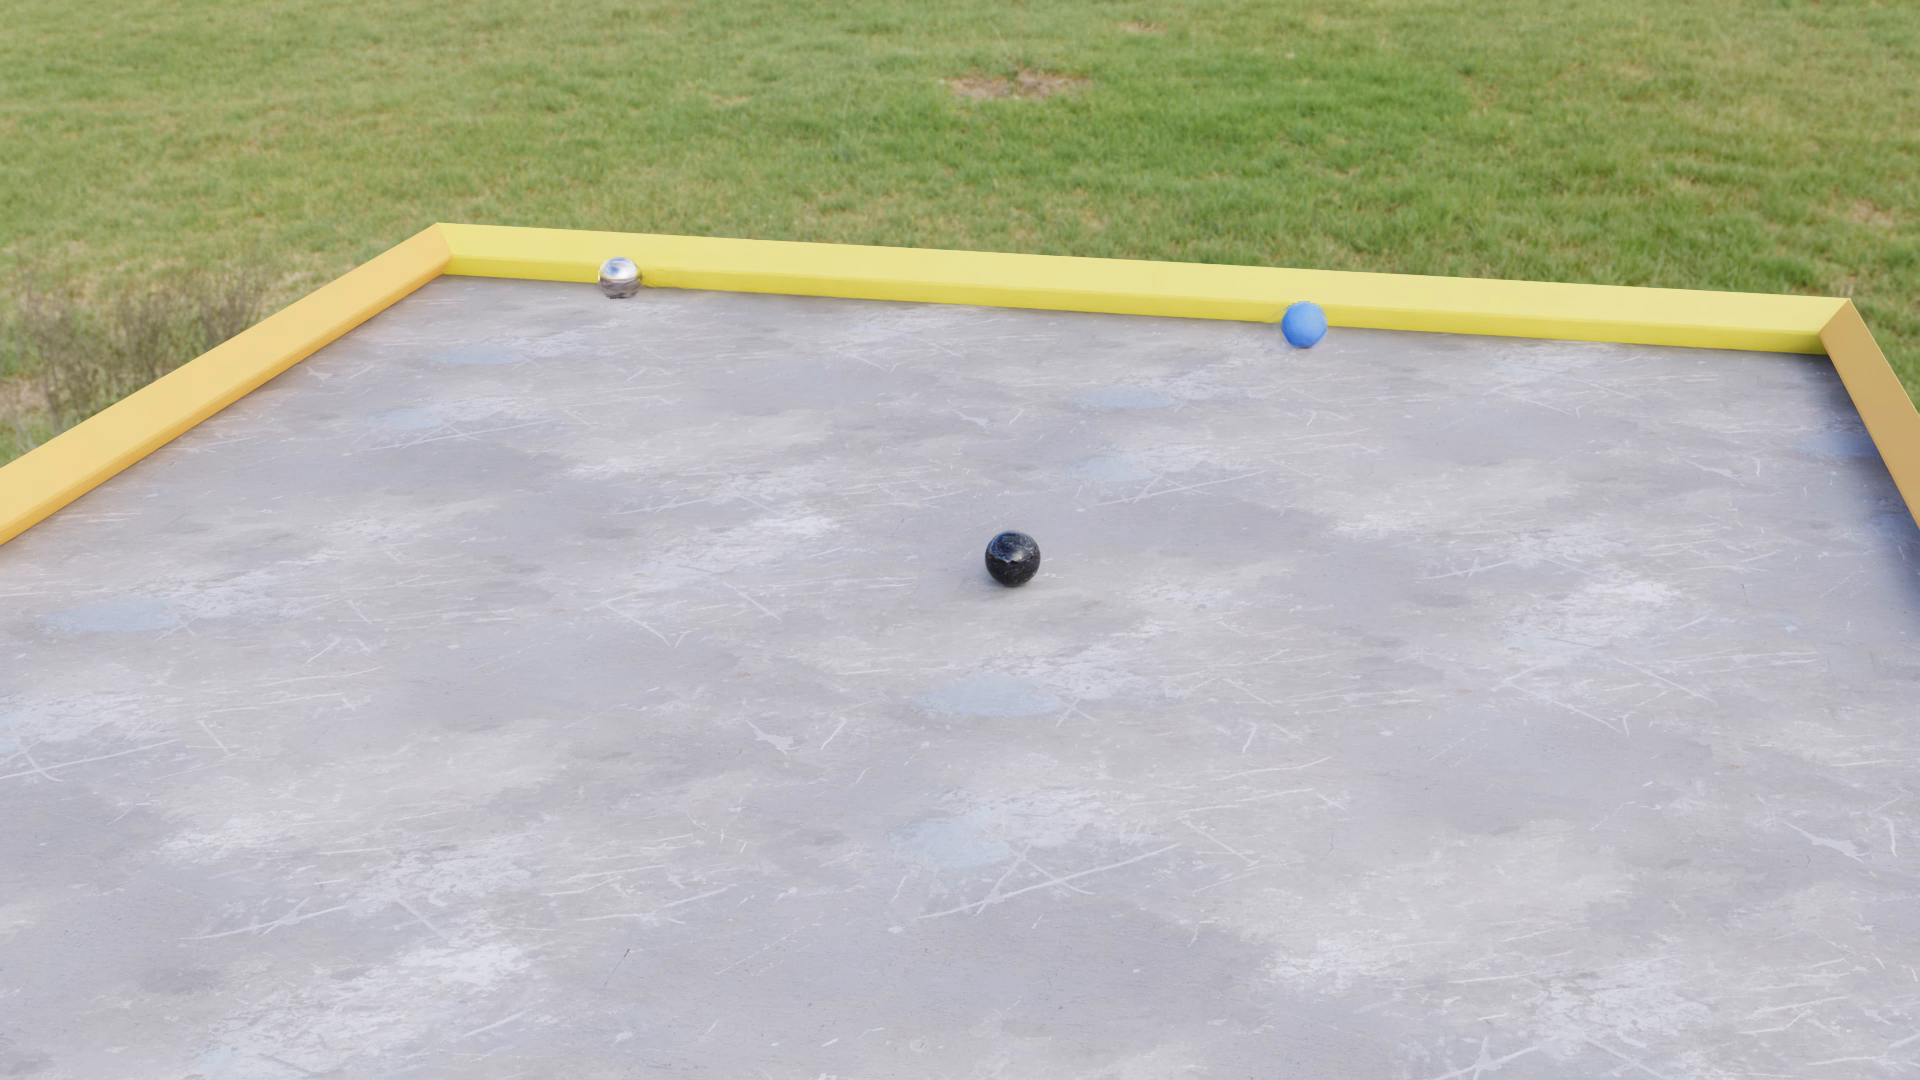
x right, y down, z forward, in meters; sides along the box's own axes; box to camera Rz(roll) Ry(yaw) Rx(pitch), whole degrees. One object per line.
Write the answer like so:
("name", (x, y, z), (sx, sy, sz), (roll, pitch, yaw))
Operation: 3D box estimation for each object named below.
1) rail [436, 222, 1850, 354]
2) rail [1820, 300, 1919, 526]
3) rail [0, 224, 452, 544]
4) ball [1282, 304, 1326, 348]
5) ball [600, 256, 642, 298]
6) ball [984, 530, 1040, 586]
("rail", (0.222, -0.407, 3.560), (2.305, 0.089, 0.045), (5, 23, 11))
("rail", (0.878, 0.481, 1.374), (0.045, 0.089, 4.393), (5, 23, 11))
("rail", (-1.331, 0.306, 1.806), (0.045, 0.089, 4.393), (5, 23, 11))
("ball", (0.533, -0.332, 3.406), (0.069, 0.069, 0.069), (0, 22, 0))
("ball", (-0.565, -0.437, 3.665), (0.069, 0.069, 0.069), (0, 22, 0))
("ball", (0.061, 0.021, 2.541), (0.065, 0.065, 0.065), (0, 22, 0))
